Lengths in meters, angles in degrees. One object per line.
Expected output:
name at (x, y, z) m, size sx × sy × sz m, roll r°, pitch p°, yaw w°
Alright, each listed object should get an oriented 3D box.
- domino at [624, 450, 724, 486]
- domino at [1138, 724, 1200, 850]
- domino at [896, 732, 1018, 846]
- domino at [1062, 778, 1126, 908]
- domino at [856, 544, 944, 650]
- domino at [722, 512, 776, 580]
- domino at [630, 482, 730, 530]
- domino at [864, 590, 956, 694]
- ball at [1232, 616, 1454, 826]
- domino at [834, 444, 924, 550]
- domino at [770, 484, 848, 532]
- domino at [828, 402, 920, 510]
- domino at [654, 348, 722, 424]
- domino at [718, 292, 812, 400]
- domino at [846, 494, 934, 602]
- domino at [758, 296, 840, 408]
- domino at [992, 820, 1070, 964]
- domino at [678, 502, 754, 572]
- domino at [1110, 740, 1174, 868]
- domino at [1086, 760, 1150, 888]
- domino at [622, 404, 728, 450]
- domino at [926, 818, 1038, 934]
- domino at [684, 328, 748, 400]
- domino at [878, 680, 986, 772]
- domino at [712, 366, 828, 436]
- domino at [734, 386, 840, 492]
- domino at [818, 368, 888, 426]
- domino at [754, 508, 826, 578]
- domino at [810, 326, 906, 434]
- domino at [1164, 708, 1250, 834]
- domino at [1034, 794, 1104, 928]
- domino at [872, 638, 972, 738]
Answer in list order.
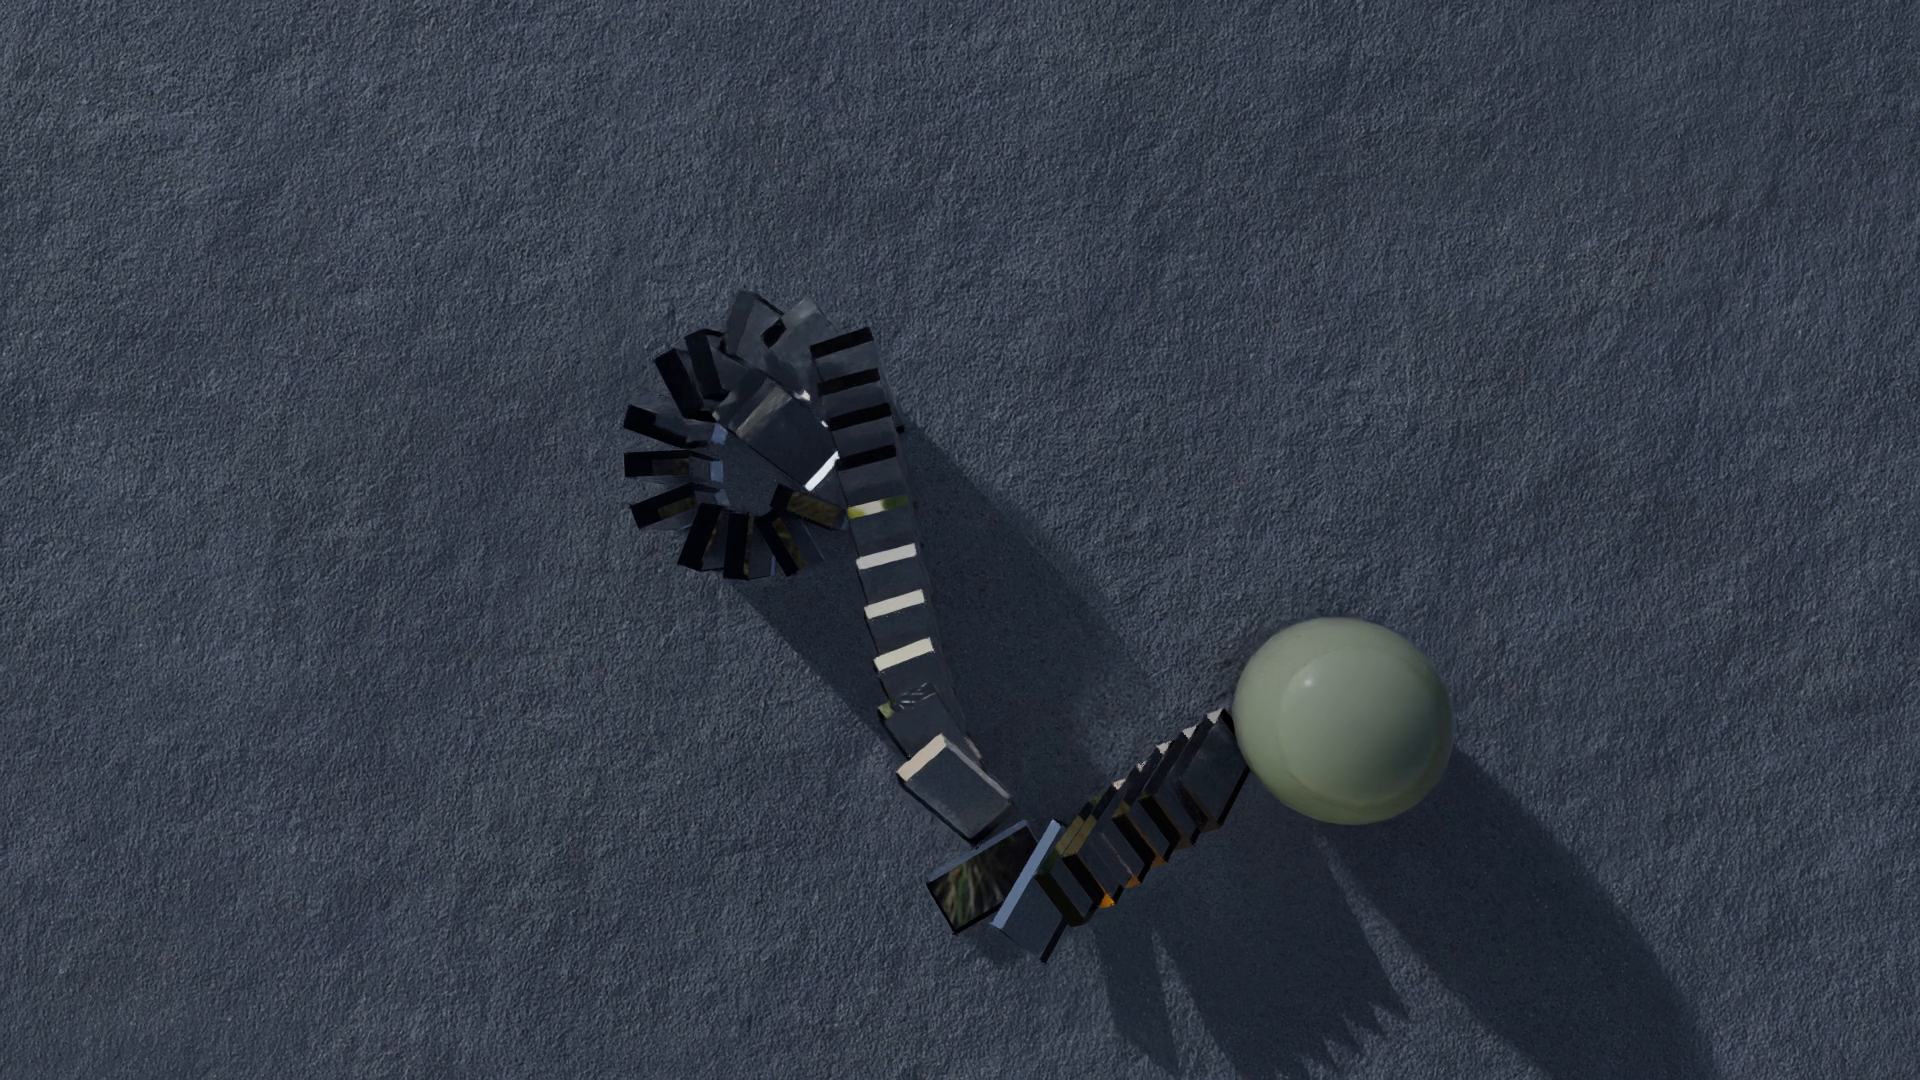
domino at (-0.116, -0.029, 0.375) m, size 0.025 × 0.050 × 0.010 m, roll -2°, pitch 90°, yaw 0°
domino at (0.094, 0.101, 0.378) m, size 0.010 × 0.050 × 0.025 m, roll -37°, pitch 90°, yaw 42°
domino at (-0.001, 0.105, 0.383) m, size 0.025 × 0.010 × 0.050 m, roll -41°, pitch 118°, yaw 3°
domino at (0.063, 0.124, 0.378) m, size 0.009 × 0.050 × 0.025 m, roll -37°, pitch 90°, yaw 42°
domino at (-0.025, 0.028, 0.383) m, size 0.025 × 0.010 × 0.050 m, roll -15°, pitch 121°, yaw 0°
domino at (-0.085, 0.003, 0.375) m, size 0.010 × 0.050 × 0.025 m, roll 6°, pitch 90°, yaw 0°
domino at (-0.113, -0.013, 0.375) m, size 0.025 × 0.050 × 0.010 m, roll -21°, pitch 90°, yaw 0°
domino at (-0.021, 0.047, 0.383) m, size 0.025 × 0.009 × 0.050 m, roll -17°, pitch 120°, yaw 0°
ball at (0.149, 0.070, 0.360) m, size 0.080 × 0.080 × 0.080 m, roll 0°, pitch 90°, yaw 0°
domino at (-0.033, -0.014, 0.380) m, size 0.025 × 0.010 × 0.050 m, roll -15°, pitch 130°, yaw 0°
domino at (-0.060, -0.013, 0.375) m, size 0.025 × 0.050 × 0.010 m, roll 22°, pitch 90°, yaw 0°
domino at (-0.035, -0.031, 0.379) m, size 0.025 × 0.009 × 0.050 m, roll -15°, pitch 133°, yaw 0°
domino at (-0.104, -0.062, 0.375) m, size 0.009 × 0.050 × 0.025 m, roll -27°, pitch 90°, yaw 8°
domino at (-0.075, -0.078, 0.375) m, size 0.010 × 0.050 × 0.025 m, roll 15°, pitch 84°, yaw 28°
domino at (-0.028, 0.007, 0.382) m, size 0.025 × 0.009 × 0.050 m, roll -14°, pitch 124°, yaw -1°
domino at (-0.058, -0.074, 0.376) m, size 0.025 × 0.050 × 0.010 m, roll -41°, pitch 57°, yaw -1°
domino at (0.037, 0.146, 0.383) m, size 0.025 × 0.010 × 0.050 m, roll 42°, pitch 66°, yaw -13°
domino at (-0.099, -0.001, 0.375) m, size 0.010 × 0.050 × 0.025 m, roll 21°, pitch 90°, yaw 0°
domino at (0.083, 0.108, 0.378) m, size 0.025 × 0.050 × 0.009 m, roll 53°, pitch 132°, yaw -1°
domino at (0.073, 0.116, 0.378) m, size 0.009 × 0.050 × 0.025 m, roll -37°, pitch 90°, yaw 42°
domino at (-0.115, -0.047, 0.375) m, size 0.025 × 0.050 × 0.010 m, roll 20°, pitch 98°, yaw 0°
domino at (0.013, 0.145, 0.395) m, size 0.050 × 0.009 × 0.025 m, roll -31°, pitch 90°, yaw 0°
domino at (-0.090, -0.069, 0.374) m, size 0.010 × 0.050 × 0.025 m, roll -19°, pitch 87°, yaw 20°
domino at (-0.011, 0.084, 0.383) m, size 0.025 × 0.010 × 0.050 m, roll -28°, pitch 120°, yaw 4°
domino at (-0.076, -0.049, 0.375) m, size 0.009 × 0.050 × 0.025 m, roll 43°, pitch 93°, yaw 24°
domino at (-0.068, -0.040, 0.376) m, size 0.025 × 0.050 × 0.009 m, roll -47°, pitch 63°, yaw 0°
domino at (-0.040, -0.045, 0.379) m, size 0.025 × 0.009 × 0.050 m, roll -15°, pitch 135°, yaw 0°
domino at (-0.068, 0.001, 0.375) m, size 0.009 × 0.050 × 0.025 m, roll -31°, pitch 90°, yaw 0°
domino at (-0.041, -0.062, 0.378) m, size 0.025 × 0.050 × 0.009 m, roll -18°, pitch 48°, yaw 0°
domino at (0.105, 0.094, 0.378) m, size 0.009 × 0.050 × 0.025 m, roll -37°, pitch 90°, yaw 42°
domino at (0.053, 0.131, 0.378) m, size 0.025 × 0.050 × 0.010 m, roll 53°, pitch 132°, yaw 0°
domino at (-0.015, 0.067, 0.384) m, size 0.025 × 0.010 × 0.050 m, roll -21°, pitch 120°, yaw 0°
